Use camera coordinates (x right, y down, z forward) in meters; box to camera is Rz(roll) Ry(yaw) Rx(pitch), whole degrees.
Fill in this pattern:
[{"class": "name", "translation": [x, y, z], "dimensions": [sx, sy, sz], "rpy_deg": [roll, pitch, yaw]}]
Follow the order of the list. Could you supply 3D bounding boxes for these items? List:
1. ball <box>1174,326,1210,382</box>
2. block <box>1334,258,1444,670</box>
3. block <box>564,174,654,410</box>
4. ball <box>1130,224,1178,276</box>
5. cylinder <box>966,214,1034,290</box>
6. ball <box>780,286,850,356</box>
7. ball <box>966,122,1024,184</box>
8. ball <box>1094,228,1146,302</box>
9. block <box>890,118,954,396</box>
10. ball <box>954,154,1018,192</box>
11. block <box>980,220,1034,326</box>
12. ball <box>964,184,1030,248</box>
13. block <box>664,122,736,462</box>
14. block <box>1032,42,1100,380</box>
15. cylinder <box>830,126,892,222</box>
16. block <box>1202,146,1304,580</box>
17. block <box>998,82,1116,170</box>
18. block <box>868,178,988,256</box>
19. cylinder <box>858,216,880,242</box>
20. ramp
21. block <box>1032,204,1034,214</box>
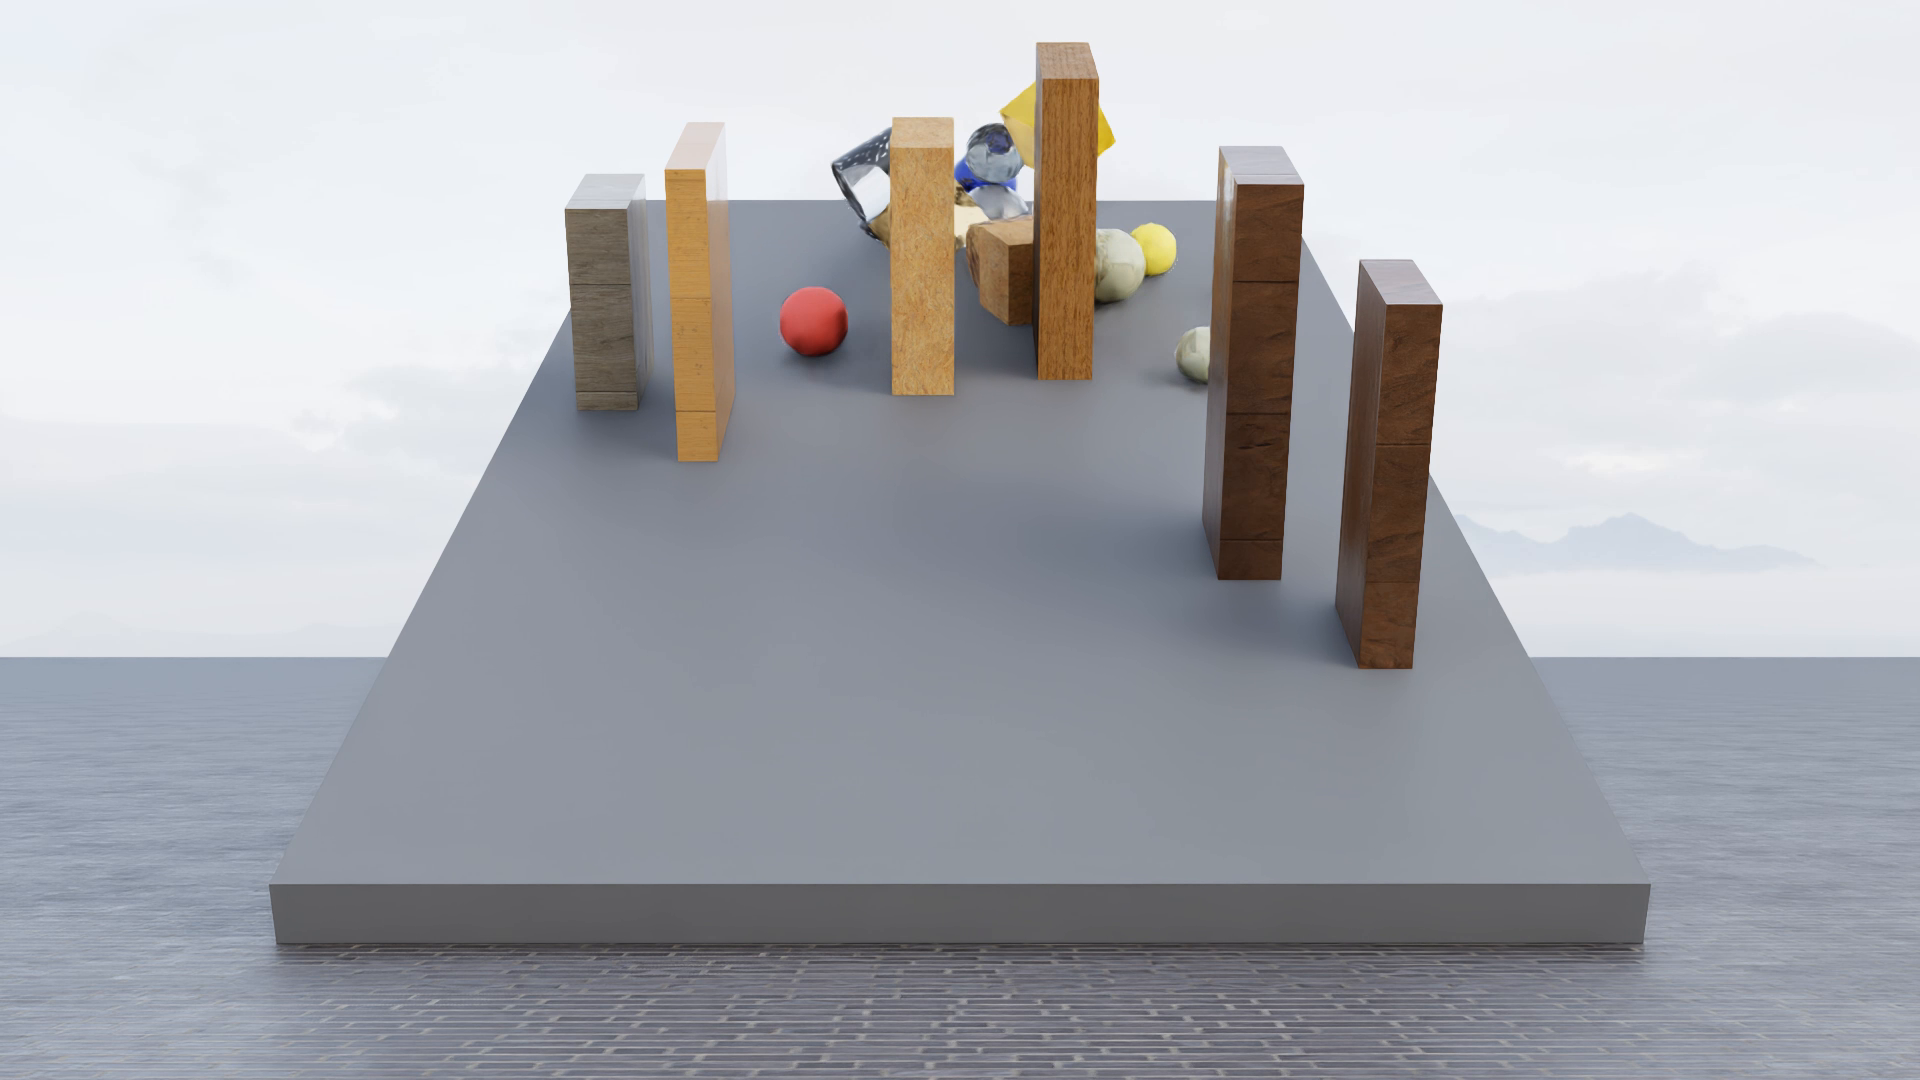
[{"class": "ball", "translation": [0.570, -0.435, 5.413], "dimensions": [0.131, 0.131, 0.131], "rpy_deg": [0, -3, 0]}, {"class": "block", "translation": [0.738, -0.132, 3.996], "dimensions": [0.092, 0.657, 0.271], "rpy_deg": [0, 23, 0]}, {"class": "block", "translation": [-0.801, -0.574, 5.299], "dimensions": [0.137, 0.468, 0.328], "rpy_deg": [0, 23, 0]}, {"class": "ball", "translation": [0.517, -0.786, 6.243], "dimensions": [0.141, 0.141, 0.141], "rpy_deg": [0, -3, 0]}, {"class": "cylinder", "translation": [0.129, -0.762, 6.092], "dimensions": [0.177, 0.177, 0.177], "rpy_deg": [-11, 1, -17]}, {"class": "ball", "translation": [-0.353, -0.530, 5.585], "dimensions": [0.169, 0.169, 0.169], "rpy_deg": [0, -3, 0]}, {"class": "ball", "translation": [0.098, -1.069, 6.371], "dimensions": [0.168, 0.168, 0.168], "rpy_deg": [0, -3, 0]}, {"class": "ball", "translation": [0.386, -0.715, 6.001], "dimensions": [0.194, 0.194, 0.194], "rpy_deg": [0, -3, 0]}, {"class": "block", "translation": [-0.086, -0.663, 5.372], "dimensions": [0.143, 0.579, 0.311], "rpy_deg": [0, 23, 0]}, {"class": "ball", "translation": [0.068, -1.042, 6.771], "dimensions": [0.206, 0.206, 0.206], "rpy_deg": [0, -3, 0]}, {"class": "block", "translation": [0.185, -0.690, 5.921], "dimensions": [0.210, 0.210, 0.210], "rpy_deg": [-8, 24, -18]}, {"class": "ball", "translation": [0.090, -0.881, 6.382], "dimensions": [0.207, 0.207, 0.207], "rpy_deg": [0, -3, 0]}, {"class": "block", "translation": [-0.562, -0.547, 5.018], "dimensions": [0.084, 0.635, 0.444], "rpy_deg": [0, 23, 0]}, {"class": "block", "translation": [0.248, -0.793, 5.515], "dimensions": [0.127, 0.711, 0.447], "rpy_deg": [0, 23, 0]}, {"class": "cylinder", "translation": [-0.226, -0.999, 6.302], "dimensions": [0.190, 0.190, 0.190], "rpy_deg": [-32, 1, -7]}, {"class": "block", "translation": [0.547, -0.333, 4.346], "dimensions": [0.119, 0.761, 0.300], "rpy_deg": [0, 23, 0]}, {"class": "block", "translation": [0.250, -1.062, 5.920], "dimensions": [0.181, 0.181, 0.181], "rpy_deg": [36, -18, 48]}, {"class": "block", "translation": [-0.084, -0.859, 6.247], "dimensions": [0.192, 0.192, 0.192], "rpy_deg": [-41, -3, 36]}, {"class": "cylinder", "translation": [-0.181, -0.935, 6.499], "dimensions": [0.164, 0.164, 0.164], "rpy_deg": [22, 25, -11]}, {"class": "ramp", "translation": [-0.007, -0.224, 5.200], "dimensions": [2.000, 0.100, 4.000], "rpy_deg": [0, 23, 0]}, {"class": "block", "translation": [0.274, -0.830, 6.332], "dimensions": [0.146, 0.146, 0.146], "rpy_deg": [-1, 25, -3]}]
